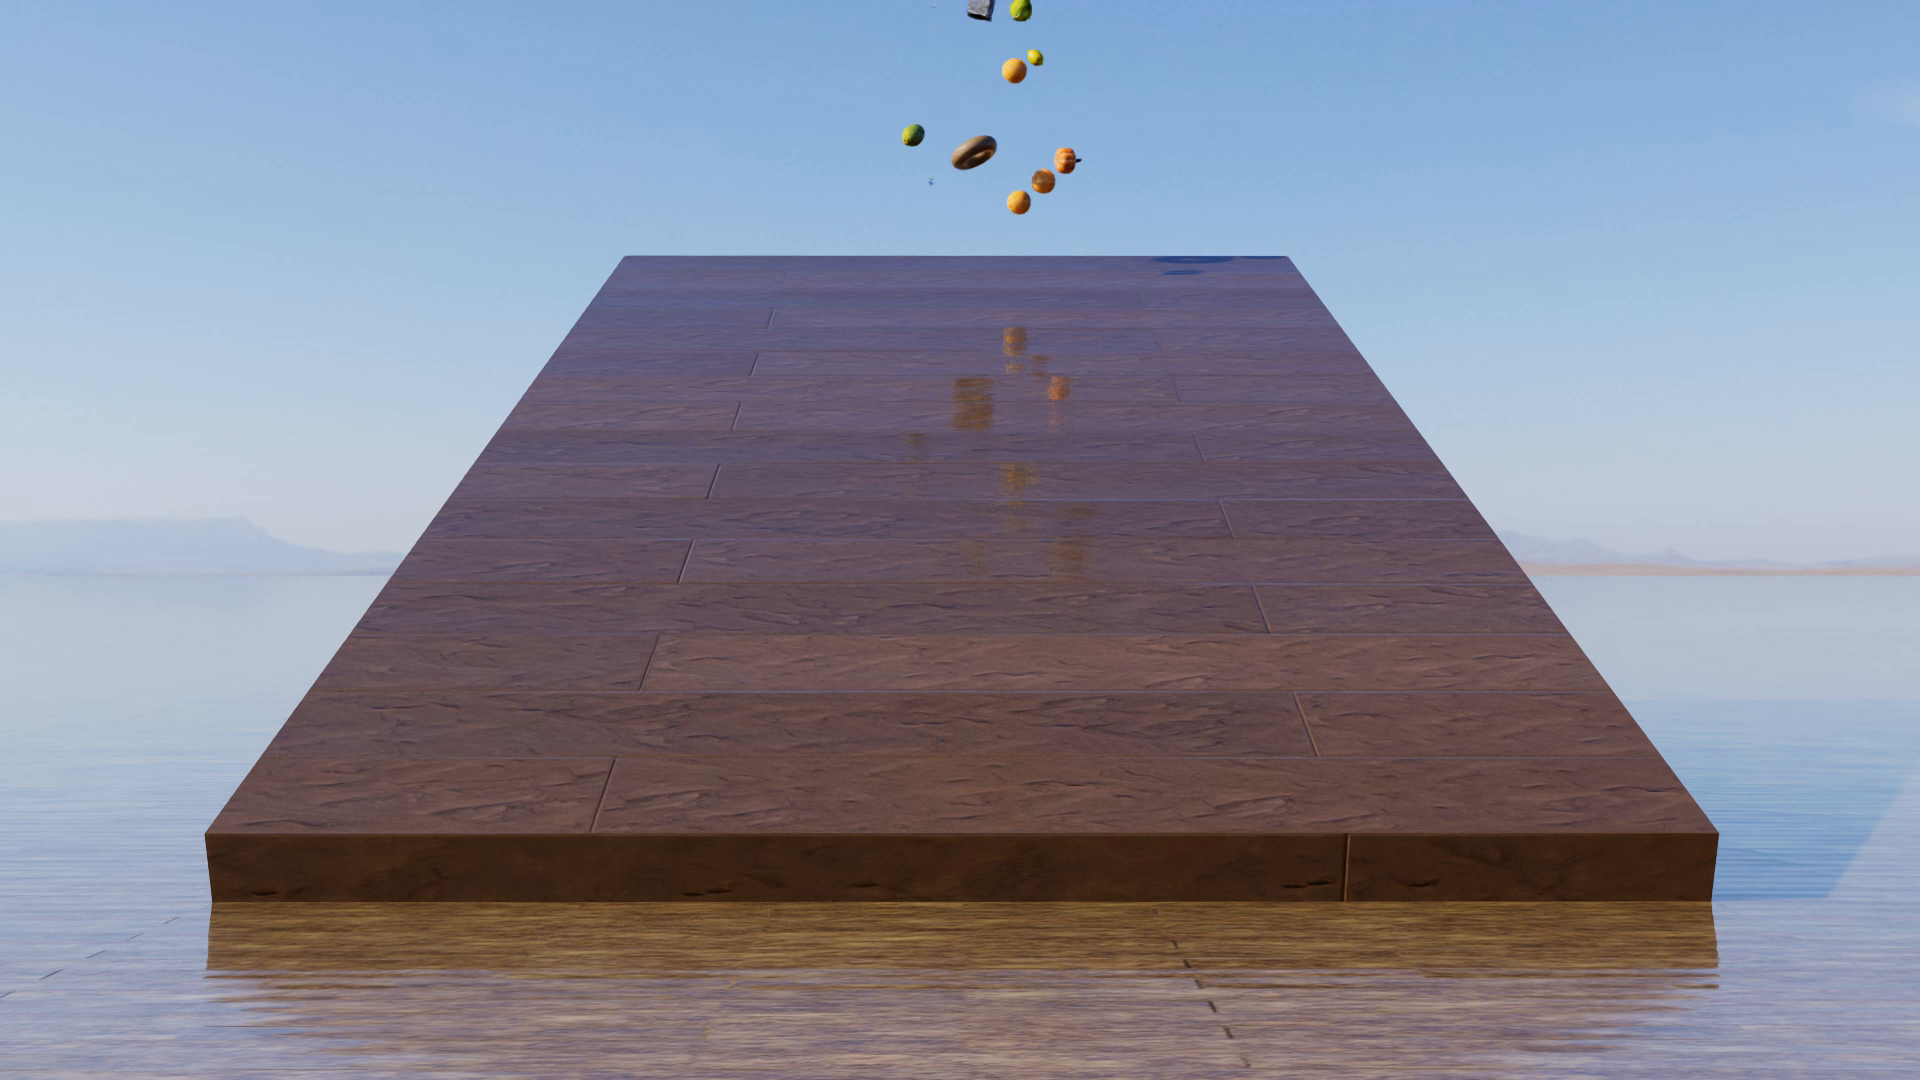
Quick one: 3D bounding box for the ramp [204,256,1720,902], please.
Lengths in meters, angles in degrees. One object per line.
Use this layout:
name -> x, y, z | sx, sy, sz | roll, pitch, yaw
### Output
ramp -> -0.004, -0.188, 4.872 | 2.000, 0.100, 4.000 | 0, 18, 0

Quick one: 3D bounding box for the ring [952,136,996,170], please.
ring -> 0.040, -1.115, 6.442 | 0.144, 0.048, 0.144 | -25, -11, -5

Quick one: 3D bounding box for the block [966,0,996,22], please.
block -> 0.058, -1.486, 6.236 | 0.059, 0.059, 0.059 | 13, 0, 12
